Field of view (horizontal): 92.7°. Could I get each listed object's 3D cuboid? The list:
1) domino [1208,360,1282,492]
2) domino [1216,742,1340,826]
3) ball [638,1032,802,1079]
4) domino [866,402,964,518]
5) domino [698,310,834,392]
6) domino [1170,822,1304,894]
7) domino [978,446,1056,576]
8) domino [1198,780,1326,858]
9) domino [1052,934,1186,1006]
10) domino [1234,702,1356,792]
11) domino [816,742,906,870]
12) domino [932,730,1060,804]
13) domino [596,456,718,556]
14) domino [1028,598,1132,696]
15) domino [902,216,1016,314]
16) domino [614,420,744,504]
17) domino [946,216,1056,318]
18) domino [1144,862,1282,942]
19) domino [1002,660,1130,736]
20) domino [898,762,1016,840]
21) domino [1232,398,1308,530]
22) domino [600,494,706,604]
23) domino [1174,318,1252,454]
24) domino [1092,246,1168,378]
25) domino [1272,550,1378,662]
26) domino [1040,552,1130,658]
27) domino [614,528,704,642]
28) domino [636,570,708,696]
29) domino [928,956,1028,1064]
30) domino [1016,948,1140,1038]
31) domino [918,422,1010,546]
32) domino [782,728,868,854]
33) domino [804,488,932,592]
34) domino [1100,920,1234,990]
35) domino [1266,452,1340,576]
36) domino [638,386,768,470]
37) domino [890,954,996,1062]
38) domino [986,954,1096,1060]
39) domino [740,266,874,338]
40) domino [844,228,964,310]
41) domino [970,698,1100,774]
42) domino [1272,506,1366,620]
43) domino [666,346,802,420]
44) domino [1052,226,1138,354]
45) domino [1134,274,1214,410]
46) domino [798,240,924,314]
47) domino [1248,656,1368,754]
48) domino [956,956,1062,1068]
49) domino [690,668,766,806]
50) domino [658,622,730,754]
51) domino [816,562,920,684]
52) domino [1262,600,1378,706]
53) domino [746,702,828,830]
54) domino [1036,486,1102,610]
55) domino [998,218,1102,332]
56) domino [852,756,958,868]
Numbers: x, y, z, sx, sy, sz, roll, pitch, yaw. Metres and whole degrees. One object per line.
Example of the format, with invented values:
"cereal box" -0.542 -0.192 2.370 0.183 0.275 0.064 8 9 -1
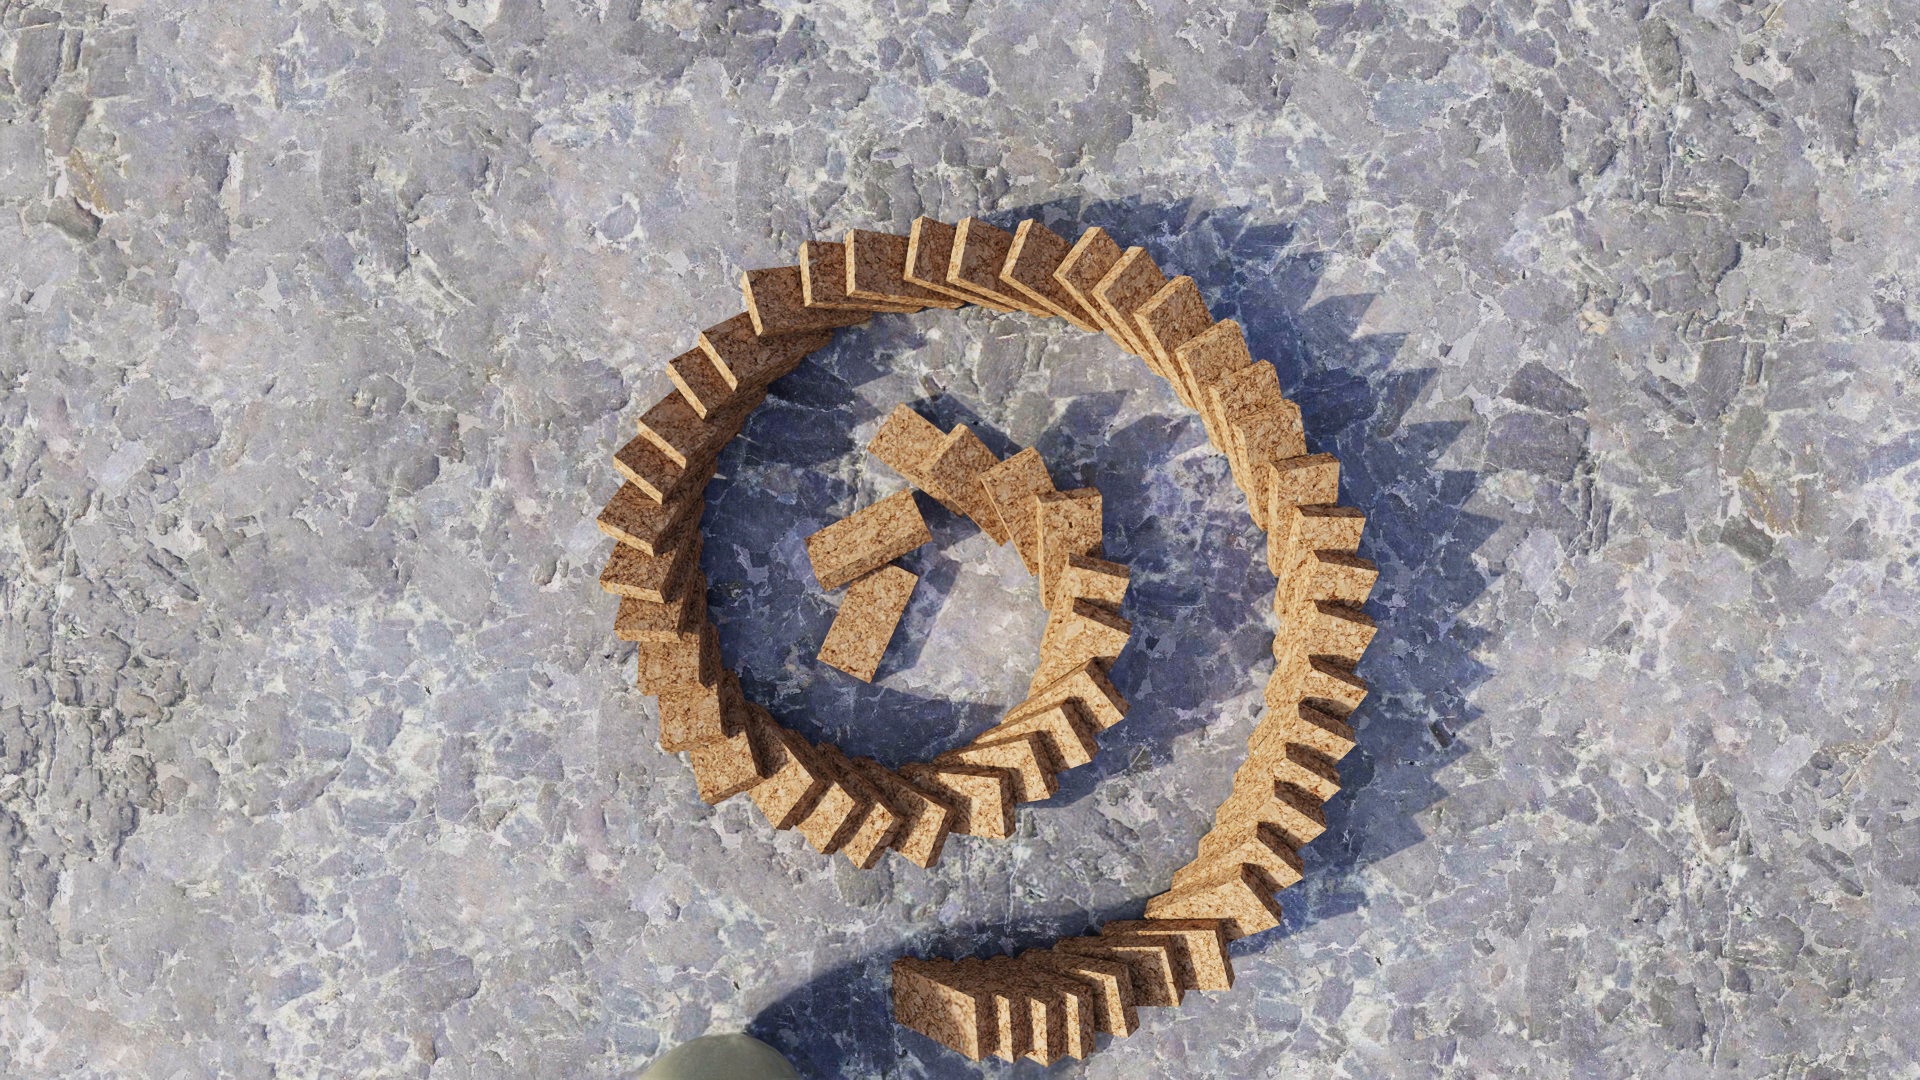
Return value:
"domino" 0.123 -0.047 0.384 0.025 0.009 0.050 -25 119 0
"domino" 0.132 0.108 0.382 0.025 0.010 0.050 29 125 0
"ball" -0.097 0.239 0.360 0.080 0.080 0.080 0 90 0
"domino" -0.012 -0.034 0.395 0.050 0.010 0.025 36 90 0
"domino" -0.080 -0.084 0.382 0.050 0.009 0.025 -36 89 -31
"domino" 0.115 0.140 0.382 0.025 0.010 0.050 41 124 -1
"domino" 0.030 -0.011 0.384 0.025 0.010 0.050 -29 119 -1
"domino" 0.125 0.123 0.381 0.025 0.009 0.050 32 125 -2
"domino" 0.066 0.181 0.384 0.050 0.009 0.025 -15 90 28
"domino" 0.138 0.092 0.382 0.025 0.009 0.050 25 125 0
"domino" -0.048 0.110 0.382 0.050 0.010 0.025 36 92 34
"domino" 0.014 0.097 0.382 0.050 0.010 0.025 -21 90 34
"domino" -0.125 -0.020 0.382 0.025 0.010 0.050 25 57 3
"domino" 0.049 0.050 0.382 0.025 0.010 0.050 22 125 0
"domino" 0.002 -0.115 0.384 0.050 0.009 0.025 10 90 -28
"domino" -0.117 -0.041 0.383 0.025 0.009 0.050 38 58 0
"domino" 0.020 -0.113 0.382 0.050 0.010 0.025 12 89 -31
"domino" 0.105 0.155 0.382 0.050 0.010 0.025 -38 94 33
"domino" 0.043 0.073 0.382 0.050 0.010 0.025 -40 90 34
"domino" -0.002 0.108 0.382 0.050 0.009 0.025 -4 94 32
"domino" 0.131 -0.031 0.383 0.025 0.010 0.050 -23 120 -1
"domino" -0.127 0.001 0.381 0.025 0.009 0.050 10 55 3
"domino" 0.111 -0.064 0.384 0.025 0.010 0.050 -31 119 0
"domino" 0.079 -0.094 0.382 0.025 0.009 0.050 -49 121 -2
"domino" 0.152 0.030 0.383 0.025 0.009 0.050 10 119 -3
"domino" 0.051 0.031 0.382 0.025 0.009 0.050 13 124 0
"domino" -0.125 0.018 0.382 0.025 0.010 0.050 2 57 0
"domino" -0.120 0.039 0.384 0.025 0.009 0.050 -7 63 0
"domino" 0.006 0.193 0.379 0.009 0.050 0.025 -4 90 -45
"domino" 0.048 0.187 0.380 0.050 0.009 0.025 -12 90 41
"domino" 0.009 -0.023 0.384 0.025 0.009 0.050 -46 119 0
"domino" -0.063 0.104 0.381 0.050 0.009 0.025 35 92 34
"domino" -0.039 0.000 0.388 0.050 0.010 0.025 -26 49 0
"domino" 0.086 0.173 0.384 0.050 0.009 0.025 -15 90 29
"domino" 0.143 -0.010 0.384 0.025 0.010 0.050 -9 119 0
"domino" -0.107 -0.055 0.382 0.025 0.009 0.050 39 58 1
"domino" -0.008 0.192 0.379 0.009 0.050 0.025 -4 90 -45
"domino" 0.032 0.192 0.379 0.010 0.050 0.025 -4 90 -45
"domino" -0.064 -0.101 0.383 0.050 0.009 0.025 -16 88 -29
"domino" -0.023 -0.113 0.383 0.050 0.010 0.025 -1 88 -28
"domino" 0.030 0.086 0.382 0.050 0.009 0.025 -30 90 34
"domino" 0.150 0.010 0.383 0.025 0.009 0.050 1 119 -1
"domino" -0.094 -0.073 0.383 0.050 0.010 0.025 -38 90 -31
"domino" 0.064 -0.104 0.384 0.050 0.009 0.025 38 90 -30
"domino" 0.095 -0.082 0.383 0.025 0.009 0.050 -41 120 -4
"domino" -0.041 -0.110 0.384 0.050 0.010 0.025 -5 90 -28
"domino" 0.145 0.074 0.384 0.025 0.009 0.050 23 118 0
"domino" 0.019 0.193 0.379 0.009 0.050 0.025 -4 93 -45
"domino" -0.100 0.082 0.383 0.025 0.010 0.050 -26 60 2
"domino" -0.113 0.061 0.384 0.025 0.009 0.050 -14 61 0
"domino" -0.039 0.033 0.395 0.025 0.009 0.050 25 90 0
"domino" 0.150 0.051 0.383 0.025 0.009 0.050 15 119 -3
"domino" -0.080 0.094 0.382 0.050 0.010 0.025 39 91 34
"domino" 0.046 0.004 0.383 0.025 0.010 0.050 -8 117 -6
"domino" 0.042 -0.110 0.383 0.050 0.009 0.025 22 89 -31
"domino" -0.028 0.113 0.383 0.050 0.010 0.025 21 90 31
